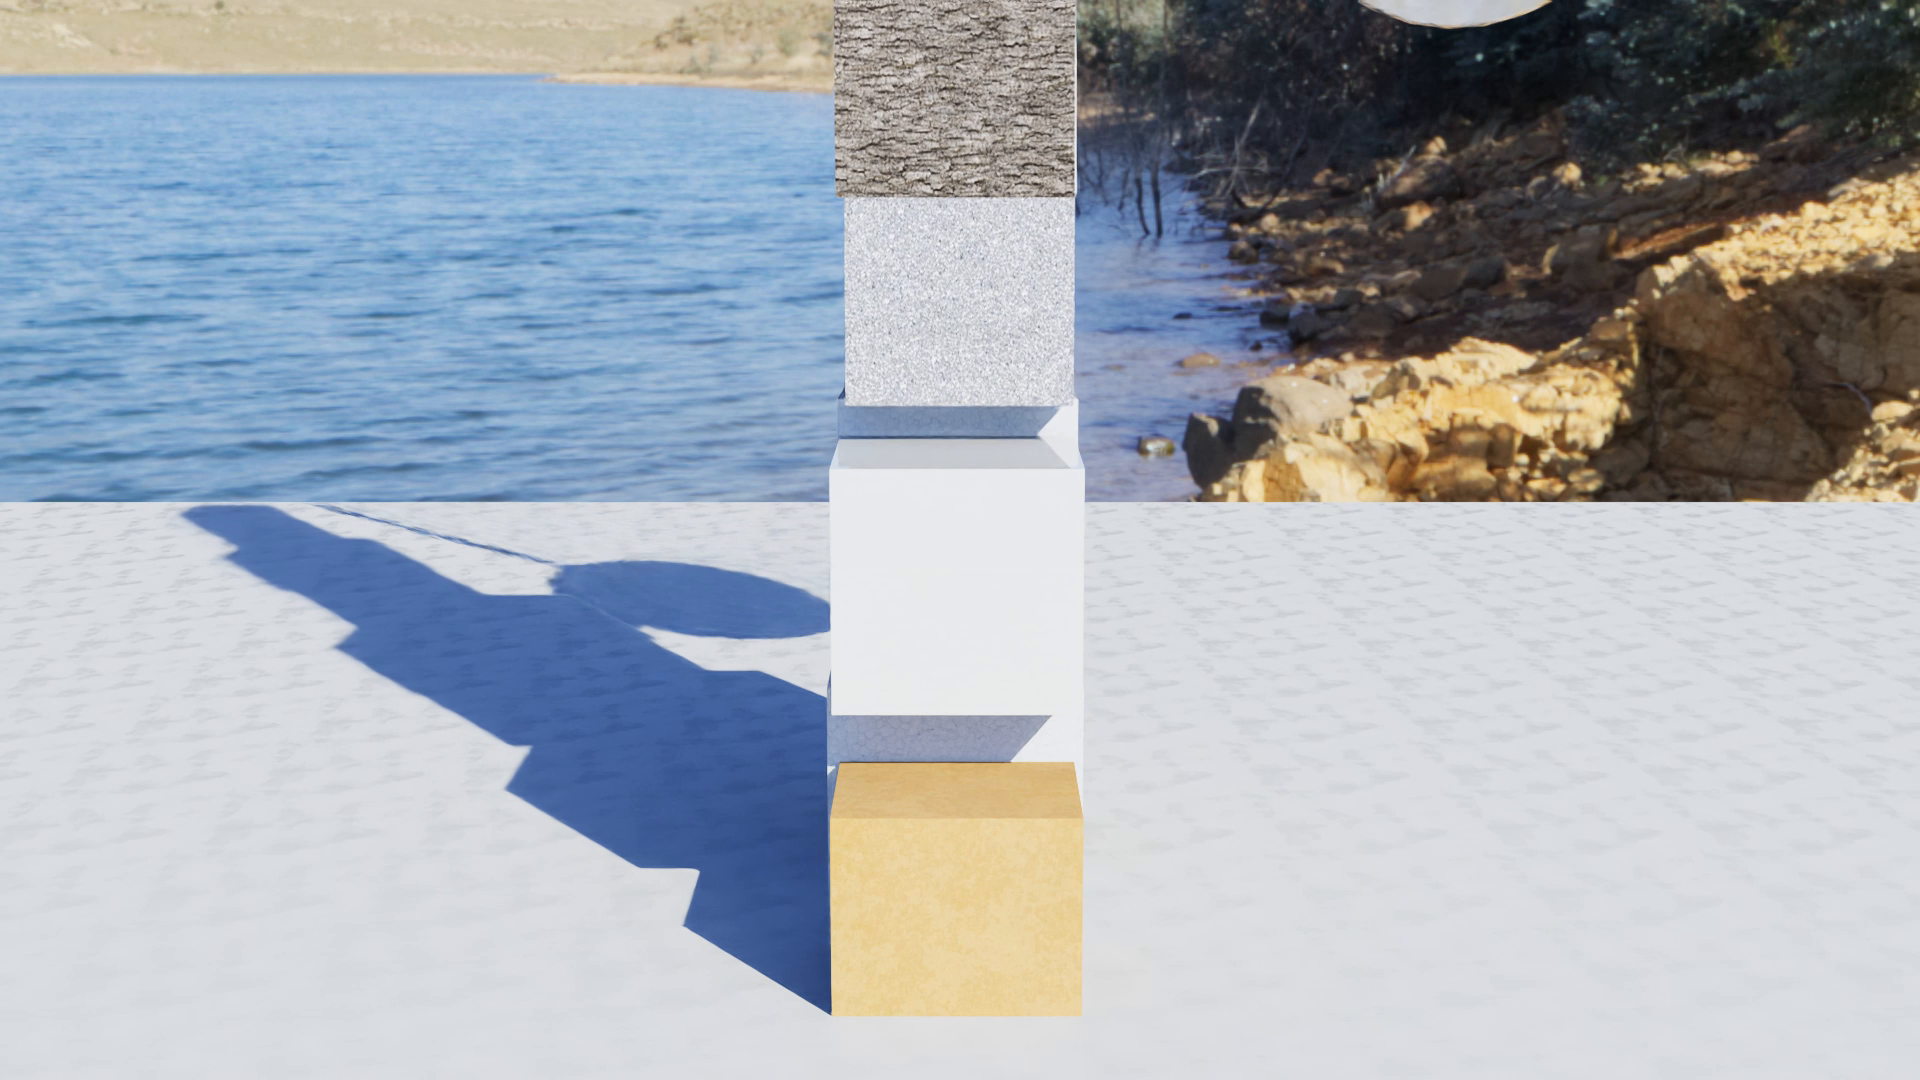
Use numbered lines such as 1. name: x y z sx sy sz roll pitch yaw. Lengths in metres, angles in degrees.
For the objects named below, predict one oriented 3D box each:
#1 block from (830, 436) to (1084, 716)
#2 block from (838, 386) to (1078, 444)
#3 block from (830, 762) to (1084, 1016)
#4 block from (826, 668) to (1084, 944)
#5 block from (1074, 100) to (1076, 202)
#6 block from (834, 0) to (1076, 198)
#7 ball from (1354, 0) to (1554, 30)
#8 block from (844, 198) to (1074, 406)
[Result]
1. block: -0.011 0.121 10.213 0.964 0.955 0.911 0 10 0
2. block: -0.009 -0.121 11.215 0.995 1.078 1.081 0 8 0
3. block: -0.012 1.345 10.005 0.943 0.774 0.802 0 10 0
4. block: -0.019 1.036 10.858 1.031 1.077 0.968 0 10 0
5. block: 0.011 -1.897 11.600 0.987 0.890 0.897 0 -5 0
6. block: -0.021 -1.851 10.492 0.947 0.893 0.789 0 8 0
7. ball: 2.074 -2.936 10.646 1.600 1.600 1.600 0 10 0
8. block: -0.001 -1.000 10.612 0.912 0.826 0.818 0 8 0
